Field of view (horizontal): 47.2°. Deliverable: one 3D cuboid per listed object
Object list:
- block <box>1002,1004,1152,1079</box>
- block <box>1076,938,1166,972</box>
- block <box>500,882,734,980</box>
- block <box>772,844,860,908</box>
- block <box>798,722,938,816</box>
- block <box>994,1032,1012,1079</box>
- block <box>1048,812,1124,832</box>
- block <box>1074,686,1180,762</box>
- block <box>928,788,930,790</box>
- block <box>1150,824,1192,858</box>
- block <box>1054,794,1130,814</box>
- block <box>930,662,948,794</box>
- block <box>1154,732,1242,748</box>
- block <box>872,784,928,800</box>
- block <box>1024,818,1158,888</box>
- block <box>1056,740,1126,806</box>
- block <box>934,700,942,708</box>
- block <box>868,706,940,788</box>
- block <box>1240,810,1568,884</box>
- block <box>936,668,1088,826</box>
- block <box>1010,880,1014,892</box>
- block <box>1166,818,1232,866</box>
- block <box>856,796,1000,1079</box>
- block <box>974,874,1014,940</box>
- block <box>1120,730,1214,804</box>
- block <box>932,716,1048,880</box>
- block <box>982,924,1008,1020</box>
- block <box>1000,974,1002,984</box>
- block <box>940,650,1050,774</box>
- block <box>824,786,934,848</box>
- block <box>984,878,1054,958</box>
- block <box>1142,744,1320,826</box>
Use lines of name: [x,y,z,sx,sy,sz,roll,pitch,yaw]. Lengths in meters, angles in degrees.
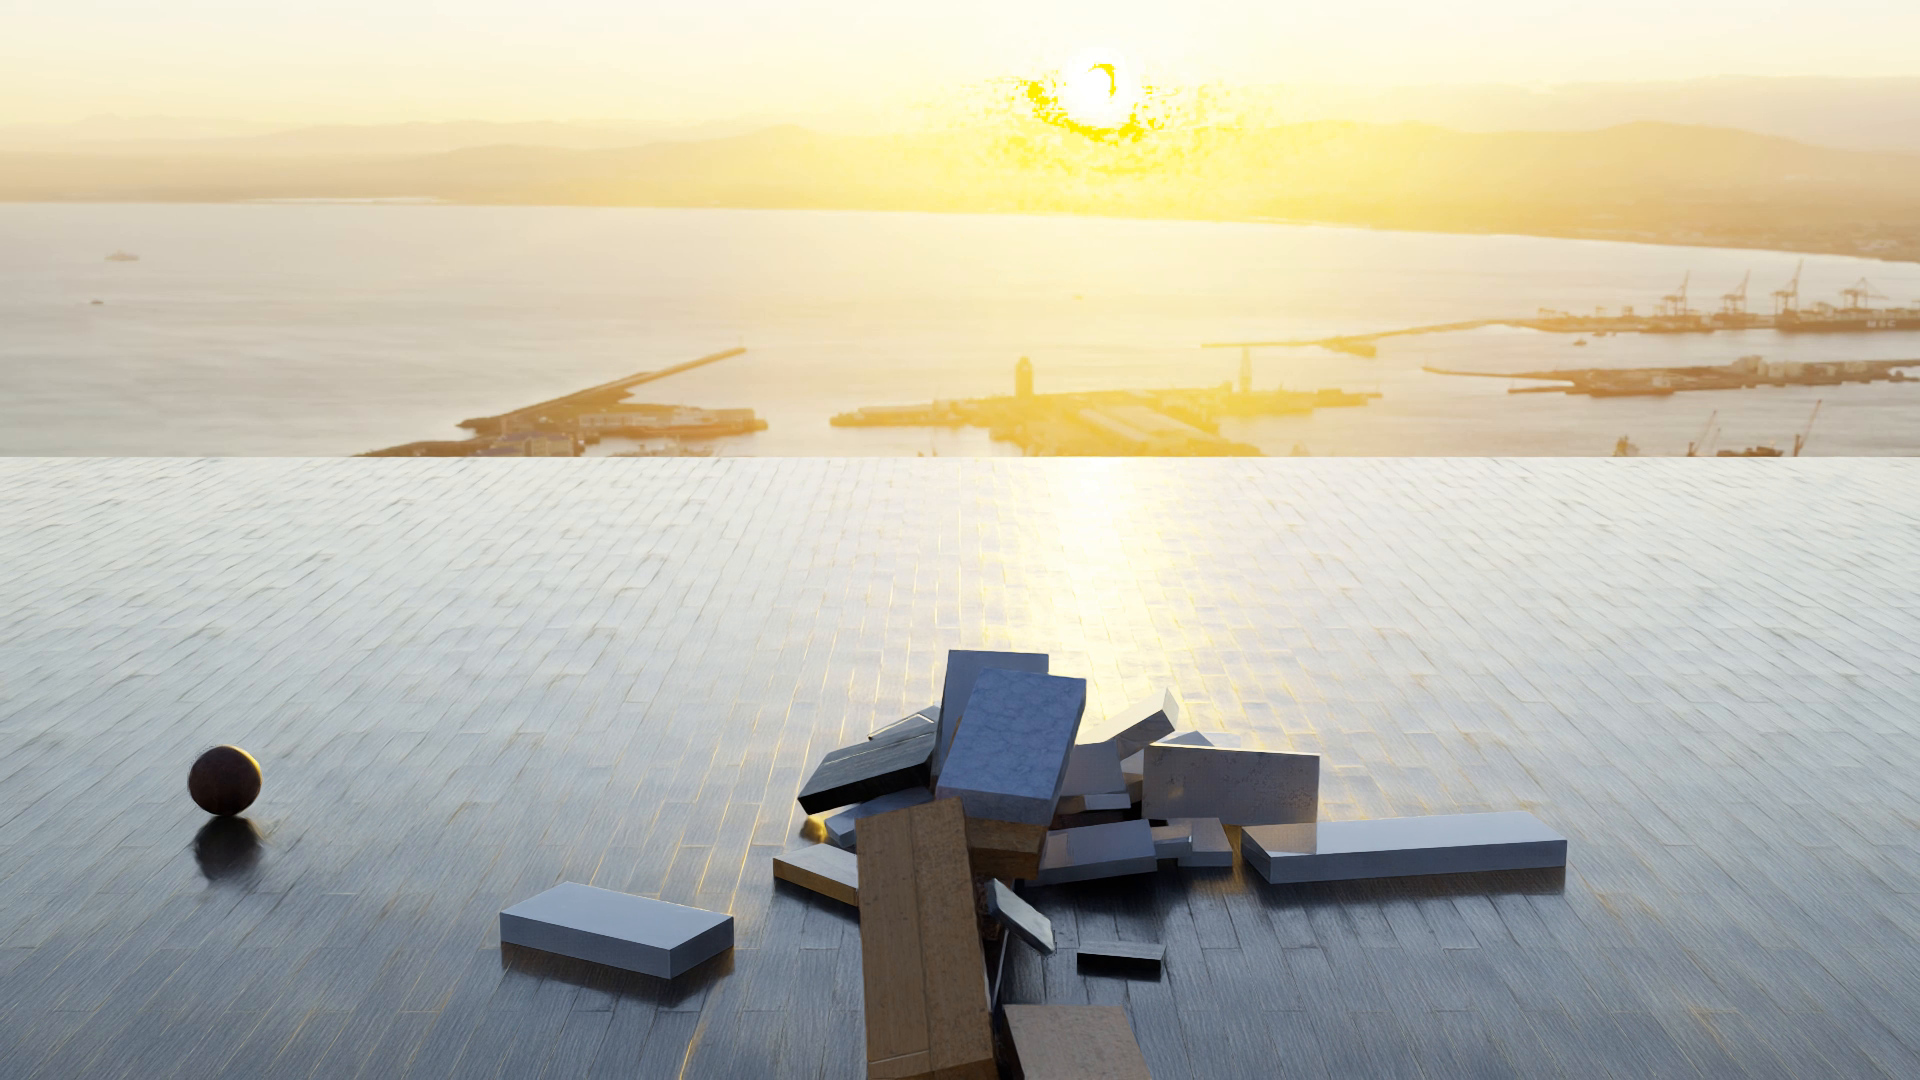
block: [0.158,0.701,2.877,0.165,0.047,0.330,2,13,-7]
block: [0.248,0.636,3.374,0.129,0.018,0.064,2,11,13]
block: [-0.538,0.608,3.444,0.330,0.047,0.165,6,12,29]
block: [-0.202,0.565,3.716,0.112,0.032,0.223,-10,14,-43]
block: [-0.148,0.418,4.062,0.295,0.042,0.148,-19,21,31]
block: [0.042,0.701,3.018,0.066,0.019,0.131,-9,14,-39]
block: [0.172,0.507,3.893,0.229,0.026,0.093,-2,-18,0]
block: [0.252,0.396,4.119,0.335,0.047,0.167,-31,5,12]
block: [0.067,0.413,4.191,0.167,0.047,0.335,-19,7,19]
block: [0.250,0.532,3.825,0.306,0.027,0.095,-4,10,7]
block: [0.216,0.484,3.926,0.093,0.026,0.185,2,-17,-28]
block: [0.037,0.326,3.829,0.148,0.042,0.328,4,33,3]
block: [0.416,0.414,4.338,0.273,0.039,0.136,1,11,6]
block: [-0.118,0.478,4.201,0.094,0.027,0.188,-8,13,-37]
block: [0.217,0.532,3.739,0.223,0.032,0.112,-7,26,1]
block: [0.179,0.426,3.965,0.223,0.032,0.112,-5,47,-7]
block: [-0.001,0.405,4.575,0.113,0.032,0.441,0,11,0]
block: [-0.055,0.389,4.183,0.148,0.042,0.295,-23,15,-18]
block: [0.772,0.534,3.839,0.533,0.047,0.167,-2,11,-10]
block: [0.088,0.327,3.537,0.179,0.051,0.358,6,29,10]
block: [0.035,0.508,3.700,0.126,0.036,0.252,4,37,4]
block: [0.423,0.534,3.896,0.095,0.027,0.190,0,11,-1]
block: [-0.053,0.565,3.098,0.165,0.047,0.589,-13,28,2]
block: [0.009,0.530,3.349,0.126,0.036,0.252,4,17,7]
block: [0.350,0.440,4.157,0.273,0.039,0.136,-18,17,-10]
block: [0.057,0.405,3.499,0.179,0.051,0.358,4,28,8]
block: [-0.004,0.625,3.213,0.126,0.036,0.252,3,24,6]
block: [0.003,0.583,3.383,0.126,0.036,0.252,1,30,2]
block: [0.061,0.325,3.746,0.179,0.051,0.391,2,33,1]
block: [-0.142,0.495,3.965,0.190,0.027,0.095,-20,17,-17]
block: [0.089,0.559,3.255,0.018,0.129,0.064,-38,30,19]
block: [0.496,0.451,4.030,0.319,0.136,0.039,2,0,13]
